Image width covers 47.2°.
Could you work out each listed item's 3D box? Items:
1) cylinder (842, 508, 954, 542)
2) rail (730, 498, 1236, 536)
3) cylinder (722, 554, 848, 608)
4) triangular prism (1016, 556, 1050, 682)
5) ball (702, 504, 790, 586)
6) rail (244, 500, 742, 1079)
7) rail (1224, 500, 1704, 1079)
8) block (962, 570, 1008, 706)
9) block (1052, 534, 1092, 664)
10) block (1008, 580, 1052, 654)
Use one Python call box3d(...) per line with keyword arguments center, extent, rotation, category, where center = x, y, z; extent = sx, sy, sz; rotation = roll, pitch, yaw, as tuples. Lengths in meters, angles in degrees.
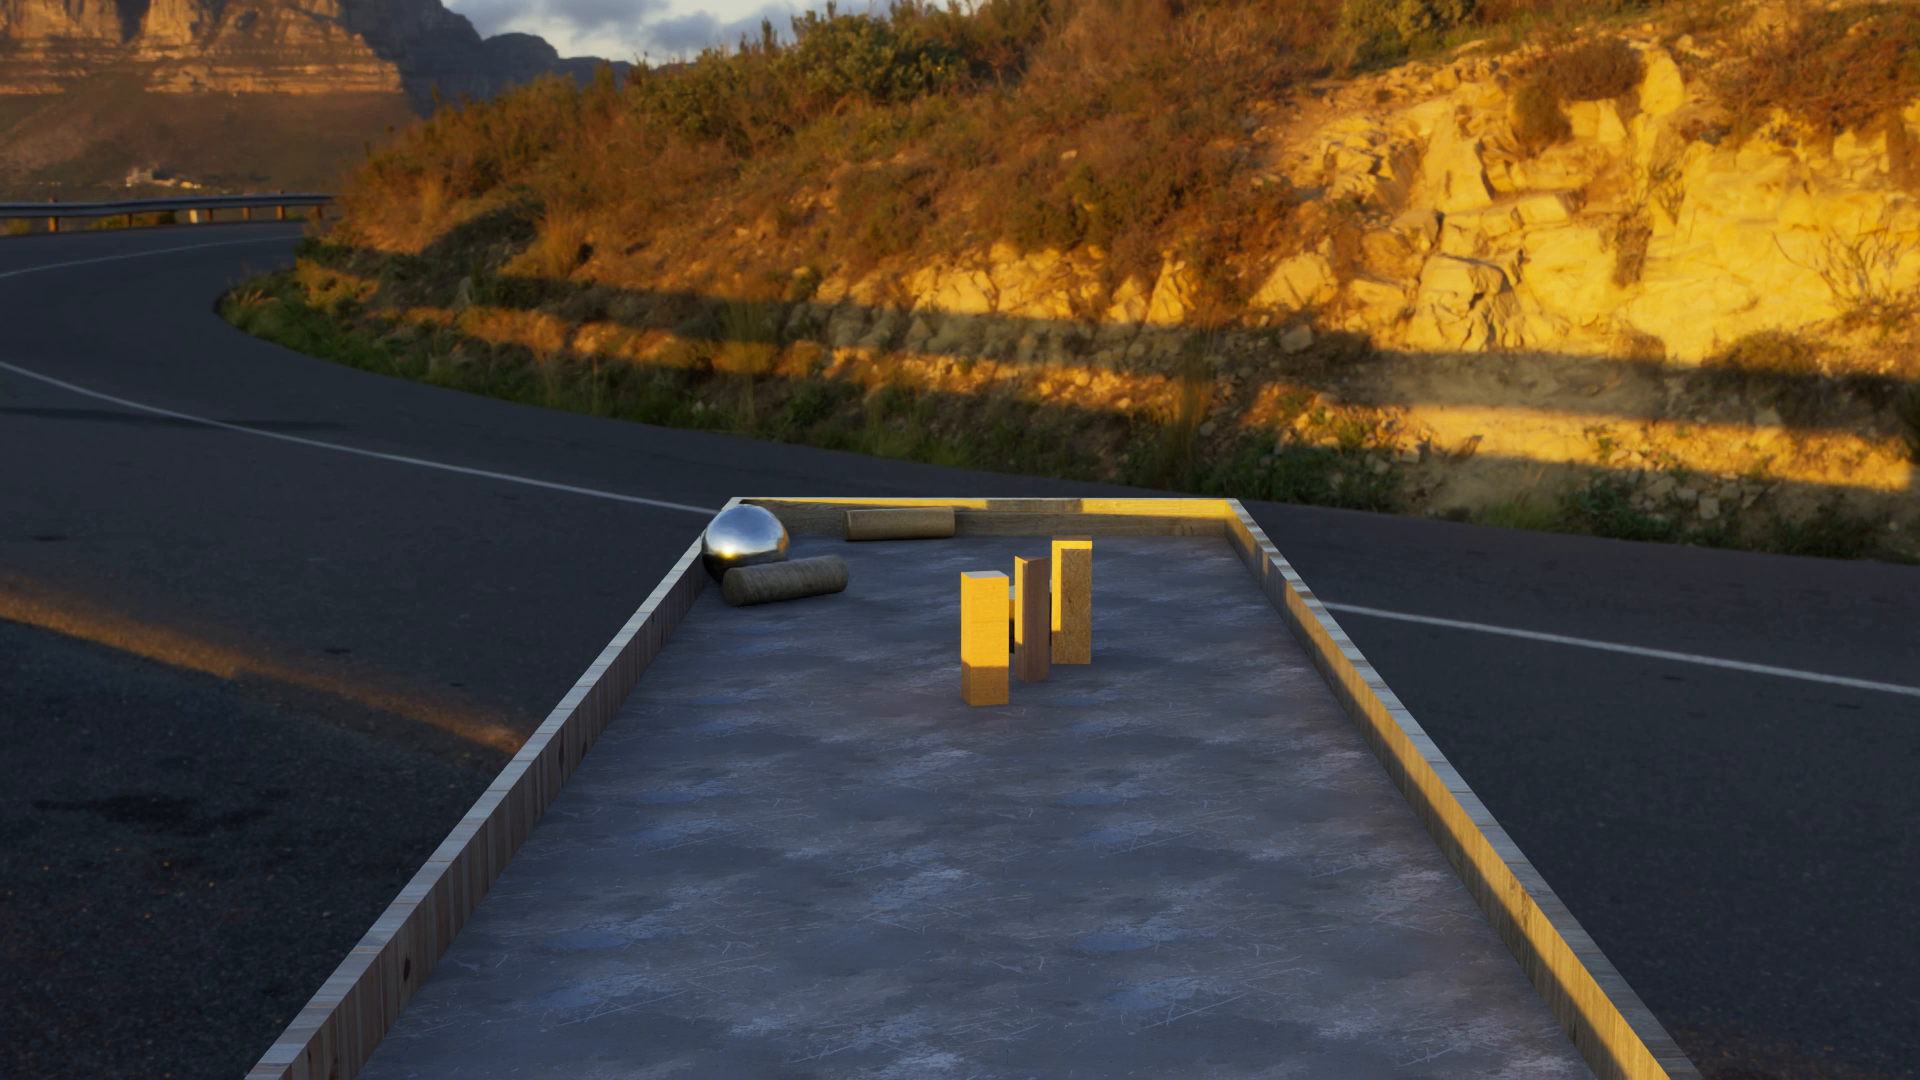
box3d(center=(-0.252, -0.065, 9.016), extent=(0.443, 0.127, 0.127), rotation=(-2, 9, -13), category="cylinder")
box3d(center=(0.099, -0.098, 9.147), extent=(2.100, 0.150, 0.050), rotation=(0, 9, 1), category="rail")
box3d(center=(-0.607, 0.141, 7.688), extent=(0.447, 0.135, 0.135), rotation=(-8, 12, -40), category="cylinder")
box3d(center=(0.195, 0.228, 6.424), extent=(0.087, 0.358, 0.101), rotation=(8, 12, 42), category="triangular prism")
box3d(center=(-0.761, 0.030, 7.813), extent=(0.316, 0.316, 0.316), rotation=(0, 9, 0), category="ball")
box3d(center=(-1.004, 0.839, 3.234), extent=(0.050, 0.150, 12.000), rotation=(0, 9, 1), category="rail")
box3d(center=(1.046, 0.843, 3.208), extent=(0.050, 0.150, 12.000), rotation=(0, 9, 1), category="rail")
box3d(center=(0.070, 0.273, 6.138), extent=(0.108, 0.359, 0.108), rotation=(-2, 9, -14), category="block")
box3d(center=(0.339, 0.179, 6.677), extent=(0.118, 0.376, 0.118), rotation=(0, 9, 3), category="block")
box3d(center=(0.225, 0.239, 6.963), extent=(0.169, 0.169, 0.356), rotation=(7, 12, 39), category="block")
